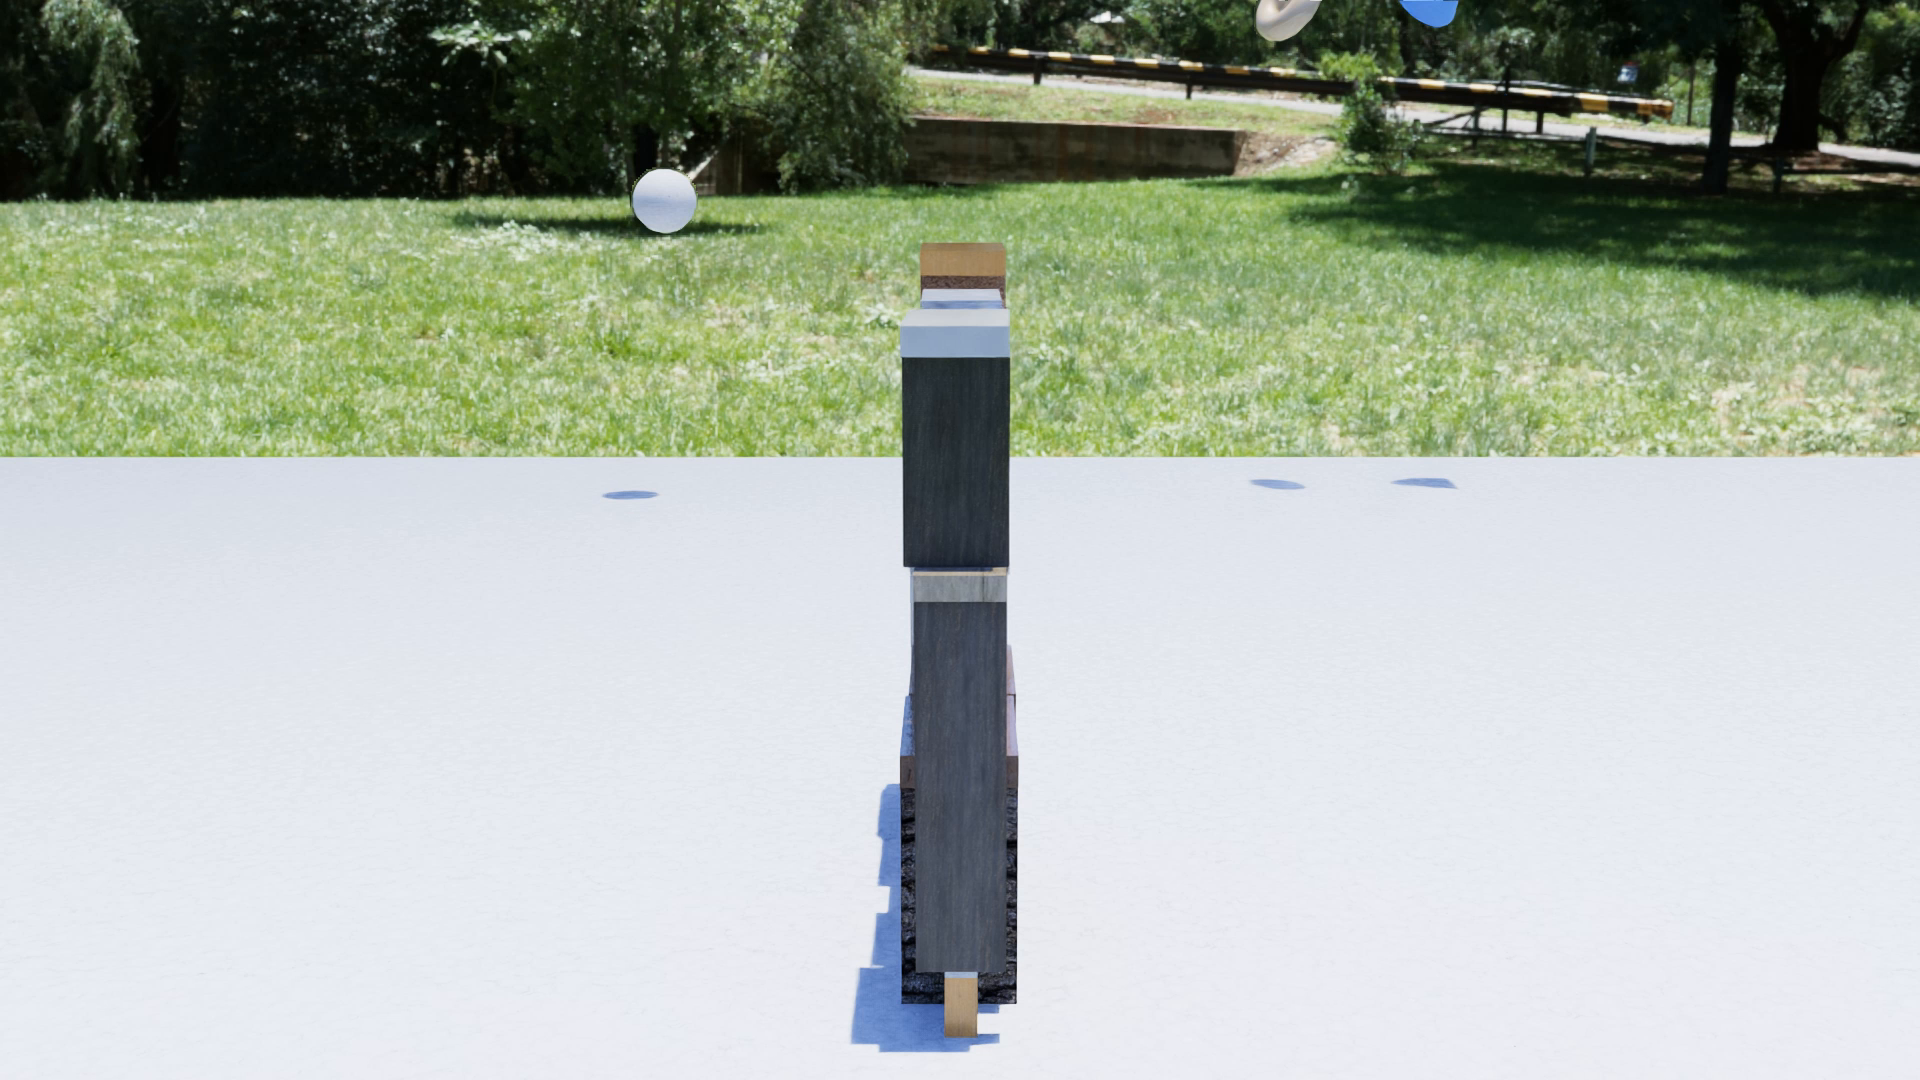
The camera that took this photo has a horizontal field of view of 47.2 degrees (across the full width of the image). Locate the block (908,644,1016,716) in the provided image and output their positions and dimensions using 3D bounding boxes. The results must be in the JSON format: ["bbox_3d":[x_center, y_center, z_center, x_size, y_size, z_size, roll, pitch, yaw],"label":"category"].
[{"bbox_3d":[0.004,0.234,3.609,0.169,0.048,0.337,0,11,0],"label":"block"}]

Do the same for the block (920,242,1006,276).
[{"bbox_3d":[0.005,-0.504,3.932,0.148,0.042,0.296,0,11,0],"label":"block"}]

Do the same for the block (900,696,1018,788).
[{"bbox_3d":[-0.001,0.297,3.273,0.168,0.048,0.337,0,11,0],"label":"block"}]

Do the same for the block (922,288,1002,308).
[{"bbox_3d":[0.002,-0.391,3.666,0.130,0.037,0.259,0,11,0],"label":"block"}]

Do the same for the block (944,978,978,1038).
[{"bbox_3d":[0.002,0.652,3.085,0.046,0.092,0.013,0,10,0],"label":"block"}]

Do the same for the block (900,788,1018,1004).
[{"bbox_3d":[-0.001,0.506,3.197,0.168,0.337,0.048,0,11,0],"label":"block"}]

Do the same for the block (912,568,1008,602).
[{"bbox_3d":[0.000,0.042,3.047,0.125,0.035,0.250,0,10,0],"label":"block"}]

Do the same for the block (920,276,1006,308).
[{"bbox_3d":[0.005,-0.319,3.866,0.148,0.296,0.042,0,11,0],"label":"block"}]

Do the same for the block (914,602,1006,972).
[{"bbox_3d":[0.001,0.335,3.017,0.125,0.530,0.035,0,11,0],"label":"block"}]

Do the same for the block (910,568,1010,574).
[{"bbox_3d":[-0.001,-0.119,3.166,0.144,0.337,0.041,0,11,1],"label":"block"}]

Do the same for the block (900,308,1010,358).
[{"bbox_3d":[-0.004,-0.287,3.035,0.144,0.041,0.288,0,11,1],"label":"block"}]

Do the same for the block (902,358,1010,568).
[{"bbox_3d":[-0.005,-0.108,2.972,0.144,0.288,0.041,0,11,0],"label":"block"}]

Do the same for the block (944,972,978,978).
[{"bbox_3d":[0.002,0.595,3.105,0.046,0.013,0.092,0,11,0],"label":"block"}]

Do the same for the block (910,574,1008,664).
[{"bbox_3d":[-0.002,0.048,3.922,0.174,0.347,0.049,0,11,0],"label":"block"}]

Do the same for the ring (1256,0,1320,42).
[{"bbox_3d":[1.034,-1.683,6.914,0.085,0.254,0.254,32,-6,-29],"label":"ring"}]

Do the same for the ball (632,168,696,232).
[{"bbox_3d":[-0.937,-1.075,6.974,0.201,0.201,0.201,0,11,0],"label":"ball"}]

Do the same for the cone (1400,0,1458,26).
[{"bbox_3d":[1.548,-1.806,6.964,0.254,0.254,0.254,-7,-20,-32],"label":"cone"}]
